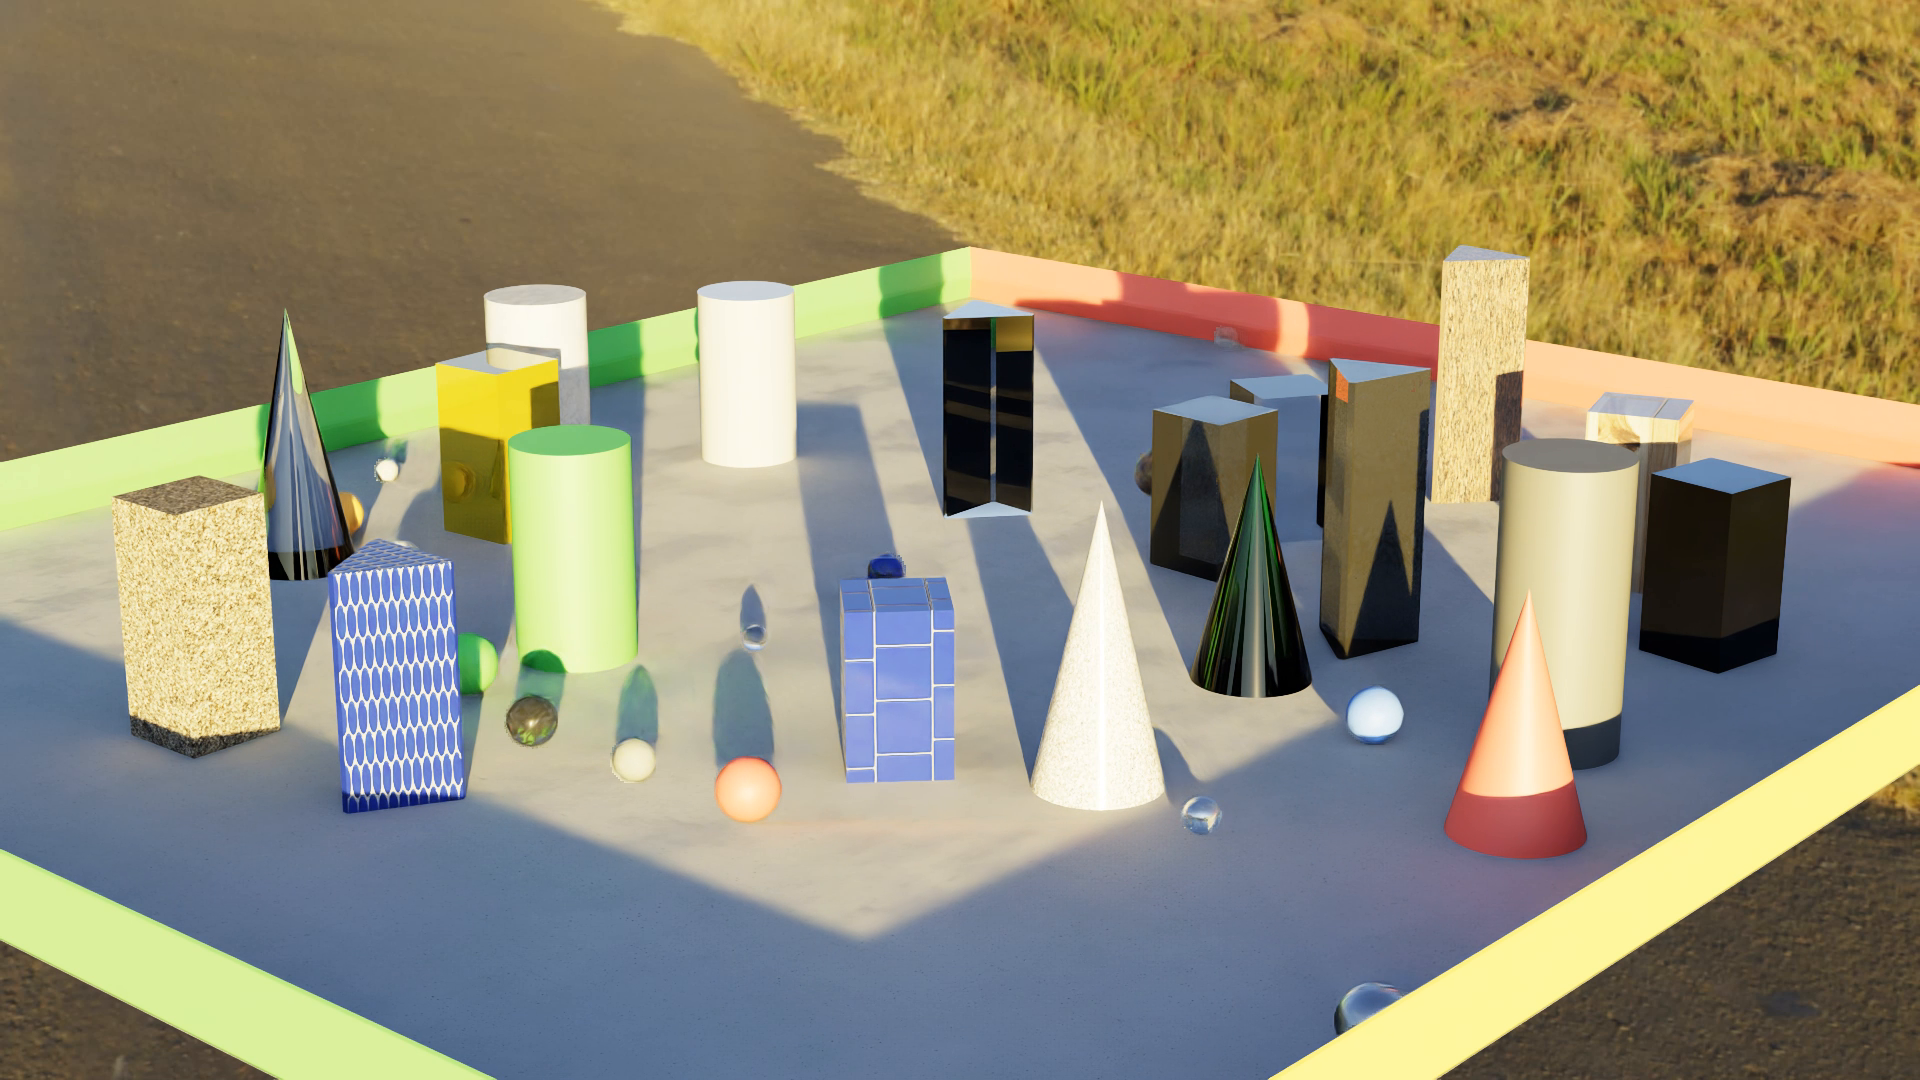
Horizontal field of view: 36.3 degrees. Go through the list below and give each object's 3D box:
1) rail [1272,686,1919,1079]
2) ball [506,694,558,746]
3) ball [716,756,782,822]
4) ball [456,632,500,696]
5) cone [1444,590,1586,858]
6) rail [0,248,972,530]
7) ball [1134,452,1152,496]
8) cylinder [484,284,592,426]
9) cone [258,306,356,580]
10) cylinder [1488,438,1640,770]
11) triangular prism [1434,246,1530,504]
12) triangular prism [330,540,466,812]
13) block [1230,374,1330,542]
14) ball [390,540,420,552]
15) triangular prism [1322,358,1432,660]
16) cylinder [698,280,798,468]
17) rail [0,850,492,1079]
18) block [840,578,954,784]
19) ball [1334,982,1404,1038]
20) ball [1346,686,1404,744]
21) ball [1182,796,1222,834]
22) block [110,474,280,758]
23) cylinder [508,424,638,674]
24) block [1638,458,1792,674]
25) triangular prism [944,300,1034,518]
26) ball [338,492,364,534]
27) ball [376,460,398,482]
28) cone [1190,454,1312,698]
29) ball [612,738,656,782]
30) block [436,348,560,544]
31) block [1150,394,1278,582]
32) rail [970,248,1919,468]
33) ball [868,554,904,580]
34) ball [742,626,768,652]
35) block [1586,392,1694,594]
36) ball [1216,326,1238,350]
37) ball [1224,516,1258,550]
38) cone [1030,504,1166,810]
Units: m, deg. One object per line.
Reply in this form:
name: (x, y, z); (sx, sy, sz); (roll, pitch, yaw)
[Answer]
rail: (1.202, 0.333, 4.120); (0.045, 0.128, 3.797); (14, 22, 39)
ball: (-0.644, 0.272, 4.415); (0.078, 0.078, 0.078); (0, 17, 0)
ball: (-0.298, 0.351, 4.127); (0.093, 0.093, 0.093); (0, 17, 0)
ball: (-0.778, 0.196, 4.632); (0.099, 0.099, 0.099); (0, 17, 0)
cone: (0.776, 0.237, 4.049); (0.197, 0.356, 0.197); (0, 17, 0)
rail: (-1.202, -0.269, 6.119); (0.045, 0.128, 3.797); (14, 22, 39)
ball: (0.384, -0.129, 5.724); (0.090, 0.090, 0.090); (0, 17, 0)
cylinder: (-0.825, -0.291, 5.746); (0.197, 0.387, 0.197); (0, 17, 0)
cone: (-1.190, -0.184, 5.238); (0.197, 0.476, 0.197); (0, 17, 0)
cylinder: (0.893, 0.094, 4.353); (0.197, 0.455, 0.197); (0, 17, 0)
triangular prism: (0.989, -0.325, 5.702); (0.171, 0.477, 0.148); (-3, 17, -9)
triangular prism: (-0.817, 0.189, 4.208); (0.171, 0.356, 0.148); (-6, 18, -18)
block: (0.604, -0.152, 5.476); (0.158, 0.277, 0.158); (-5, 17, -16)
ball: (-0.989, 0.037, 5.198); (0.075, 0.075, 0.075); (0, 17, 0)
triangular prism: (0.653, -0.059, 4.840); (0.171, 0.466, 0.148); (-11, 20, -32)
cylinder: (-0.433, -0.340, 5.984); (0.197, 0.344, 0.197); (0, 17, 0)
rail: (-1.229, 0.441, 3.764); (3.232, 0.128, 0.045); (14, 22, 39)
block: (-0.094, 0.205, 4.319); (0.158, 0.261, 0.158); (-1, 17, -5)
ball: (0.483, 0.563, 3.427); (0.091, 0.091, 0.091); (0, 17, 0)
ball: (0.626, 0.264, 4.428); (0.086, 0.086, 0.086); (0, 17, 0)
ball: (0.337, 0.383, 4.086); (0.054, 0.054, 0.054); (0, 17, 0)
block: (-1.151, 0.113, 4.422); (0.158, 0.377, 0.158); (14, 21, 38)
cylinder: (-0.630, 0.013, 4.779); (0.197, 0.364, 0.197); (0, 17, 0)
block: (1.234, 0.040, 4.797); (0.158, 0.302, 0.158); (-13, 21, -38)
triangular prism: (0.041, -0.253, 5.617); (0.171, 0.389, 0.148); (-3, 17, -10)
ball: (-1.154, -0.048, 5.466); (0.084, 0.084, 0.084); (0, 17, 0)
ball: (-1.140, -0.138, 5.834); (0.044, 0.044, 0.044); (0, 17, 0)
cone: (0.468, 0.041, 4.666); (0.197, 0.375, 0.197); (0, 17, 0)
ball: (-0.475, 0.320, 4.278); (0.064, 0.064, 0.064); (0, 17, 0)
block: (-0.859, -0.177, 5.481); (0.158, 0.323, 0.158); (12, 21, 35)
block: (0.456, -0.095, 5.268); (0.158, 0.287, 0.158); (-16, 23, -42)
rail: (1.229, -0.376, 6.475); (3.232, 0.128, 0.045); (14, 22, 39)
ball: (-0.131, 0.056, 5.155); (0.065, 0.065, 0.065); (0, 17, 0)
ball: (-0.338, 0.162, 4.838); (0.044, 0.044, 0.044); (0, 17, 0)
block: (1.193, -0.083, 5.178); (0.158, 0.317, 0.158); (7, 18, 22)
ball: (0.632, -0.478, 6.941); (0.056, 0.056, 0.056); (0, 17, 0)
ball: (0.516, -0.013, 5.391); (0.061, 0.061, 0.061); (0, 17, 0)
cone: (0.200, 0.150, 4.208); (0.197, 0.430, 0.197); (0, 17, 0)
